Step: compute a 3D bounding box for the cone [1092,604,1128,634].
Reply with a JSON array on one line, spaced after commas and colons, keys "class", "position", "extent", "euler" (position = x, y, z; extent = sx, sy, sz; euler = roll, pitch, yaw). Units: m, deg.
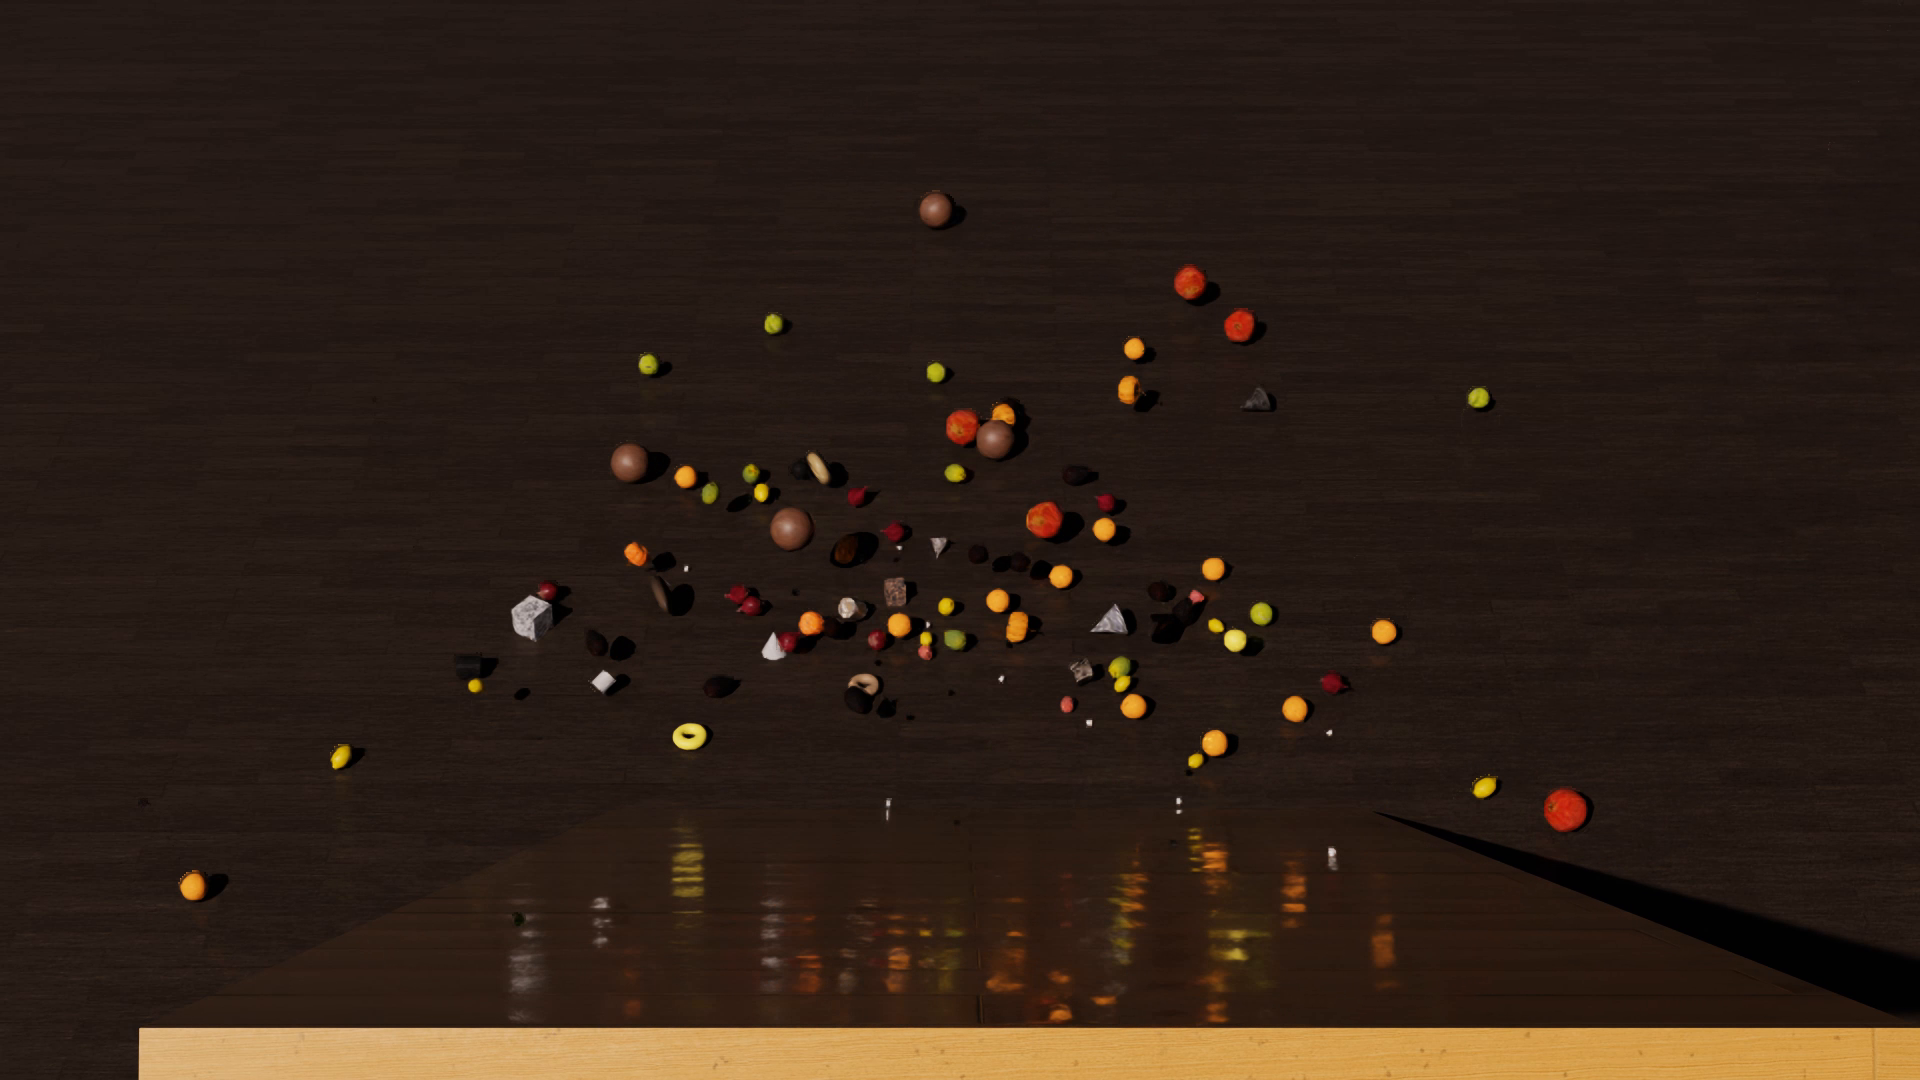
[{"class": "cone", "position": [0.427, 0.249, 7.605], "extent": [0.097, 0.097, 0.097], "euler": [-22, 40, -6]}]

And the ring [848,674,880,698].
[{"class": "ring", "position": [-0.273, 0.415, 7.419], "extent": [0.092, 0.031, 0.092], "euler": [0, 38, 0]}]

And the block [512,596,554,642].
[{"class": "block", "position": [-1.252, 0.230, 7.624], "extent": [0.083, 0.083, 0.083], "euler": [21, 42, 26]}]

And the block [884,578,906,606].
[{"class": "block", "position": [-0.191, 0.154, 7.746], "extent": [0.058, 0.058, 0.058], "euler": [-5, 37, -7]}]

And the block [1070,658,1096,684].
[{"class": "block", "position": [0.350, 0.376, 7.413], "extent": [0.052, 0.052, 0.052], "euler": [-25, 72, 3]}]

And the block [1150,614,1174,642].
[{"class": "block", "position": [0.590, 0.257, 7.589], "extent": [0.064, 0.064, 0.064], "euler": [-2, 16, -3]}]

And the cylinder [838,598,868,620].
[{"class": "cylinder", "position": [-0.315, 0.203, 7.656], "extent": [0.062, 0.062, 0.062], "euler": [30, 7, 34]}]

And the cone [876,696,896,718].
[{"class": "cone", "position": [-0.209, 0.462, 7.334], "extent": [0.057, 0.057, 0.057], "euler": [0, 37, 0]}]

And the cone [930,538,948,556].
[{"class": "cone", "position": [-0.065, 0.029, 7.942], "extent": [0.057, 0.057, 0.057], "euler": [5, 64, 6]}]

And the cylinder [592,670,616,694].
[{"class": "cylinder", "position": [-1.012, 0.403, 7.379], "extent": [0.051, 0.051, 0.051], "euler": [-47, 52, -9]}]

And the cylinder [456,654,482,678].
[{"class": "cylinder", "position": [-1.406, 0.363, 7.459], "extent": [0.065, 0.065, 0.065], "euler": [-3, 37, -3]}]

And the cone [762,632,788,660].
[{"class": "cone", "position": [-0.539, 0.294, 7.544], "extent": [0.075, 0.075, 0.075], "euler": [0, 37, 0]}]

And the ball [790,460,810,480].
[{"class": "ball", "position": [-0.505, -0.221, 8.247], "extent": [0.062, 0.062, 0.062], "euler": [0, 37, 0]}]

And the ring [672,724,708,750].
[{"class": "ring", "position": [-0.750, 0.547, 7.240], "extent": [0.098, 0.033, 0.098], "euler": [-1, 37, 1]}]

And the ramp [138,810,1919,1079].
[{"class": "ramp", "position": [0.081, 0.681, 4.910], "extent": [2.000, 0.100, 4.000], "euler": [0, -2, 0]}]

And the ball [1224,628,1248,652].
[{"class": "ball", "position": [0.788, 0.287, 7.432], "extent": [0.067, 0.067, 0.067], "euler": [0, 37, 0]}]

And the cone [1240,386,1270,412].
[{"class": "cone", "position": [0.956, -0.448, 8.537], "extent": [0.092, 0.092, 0.092], "euler": [-22, 41, -10]}]
